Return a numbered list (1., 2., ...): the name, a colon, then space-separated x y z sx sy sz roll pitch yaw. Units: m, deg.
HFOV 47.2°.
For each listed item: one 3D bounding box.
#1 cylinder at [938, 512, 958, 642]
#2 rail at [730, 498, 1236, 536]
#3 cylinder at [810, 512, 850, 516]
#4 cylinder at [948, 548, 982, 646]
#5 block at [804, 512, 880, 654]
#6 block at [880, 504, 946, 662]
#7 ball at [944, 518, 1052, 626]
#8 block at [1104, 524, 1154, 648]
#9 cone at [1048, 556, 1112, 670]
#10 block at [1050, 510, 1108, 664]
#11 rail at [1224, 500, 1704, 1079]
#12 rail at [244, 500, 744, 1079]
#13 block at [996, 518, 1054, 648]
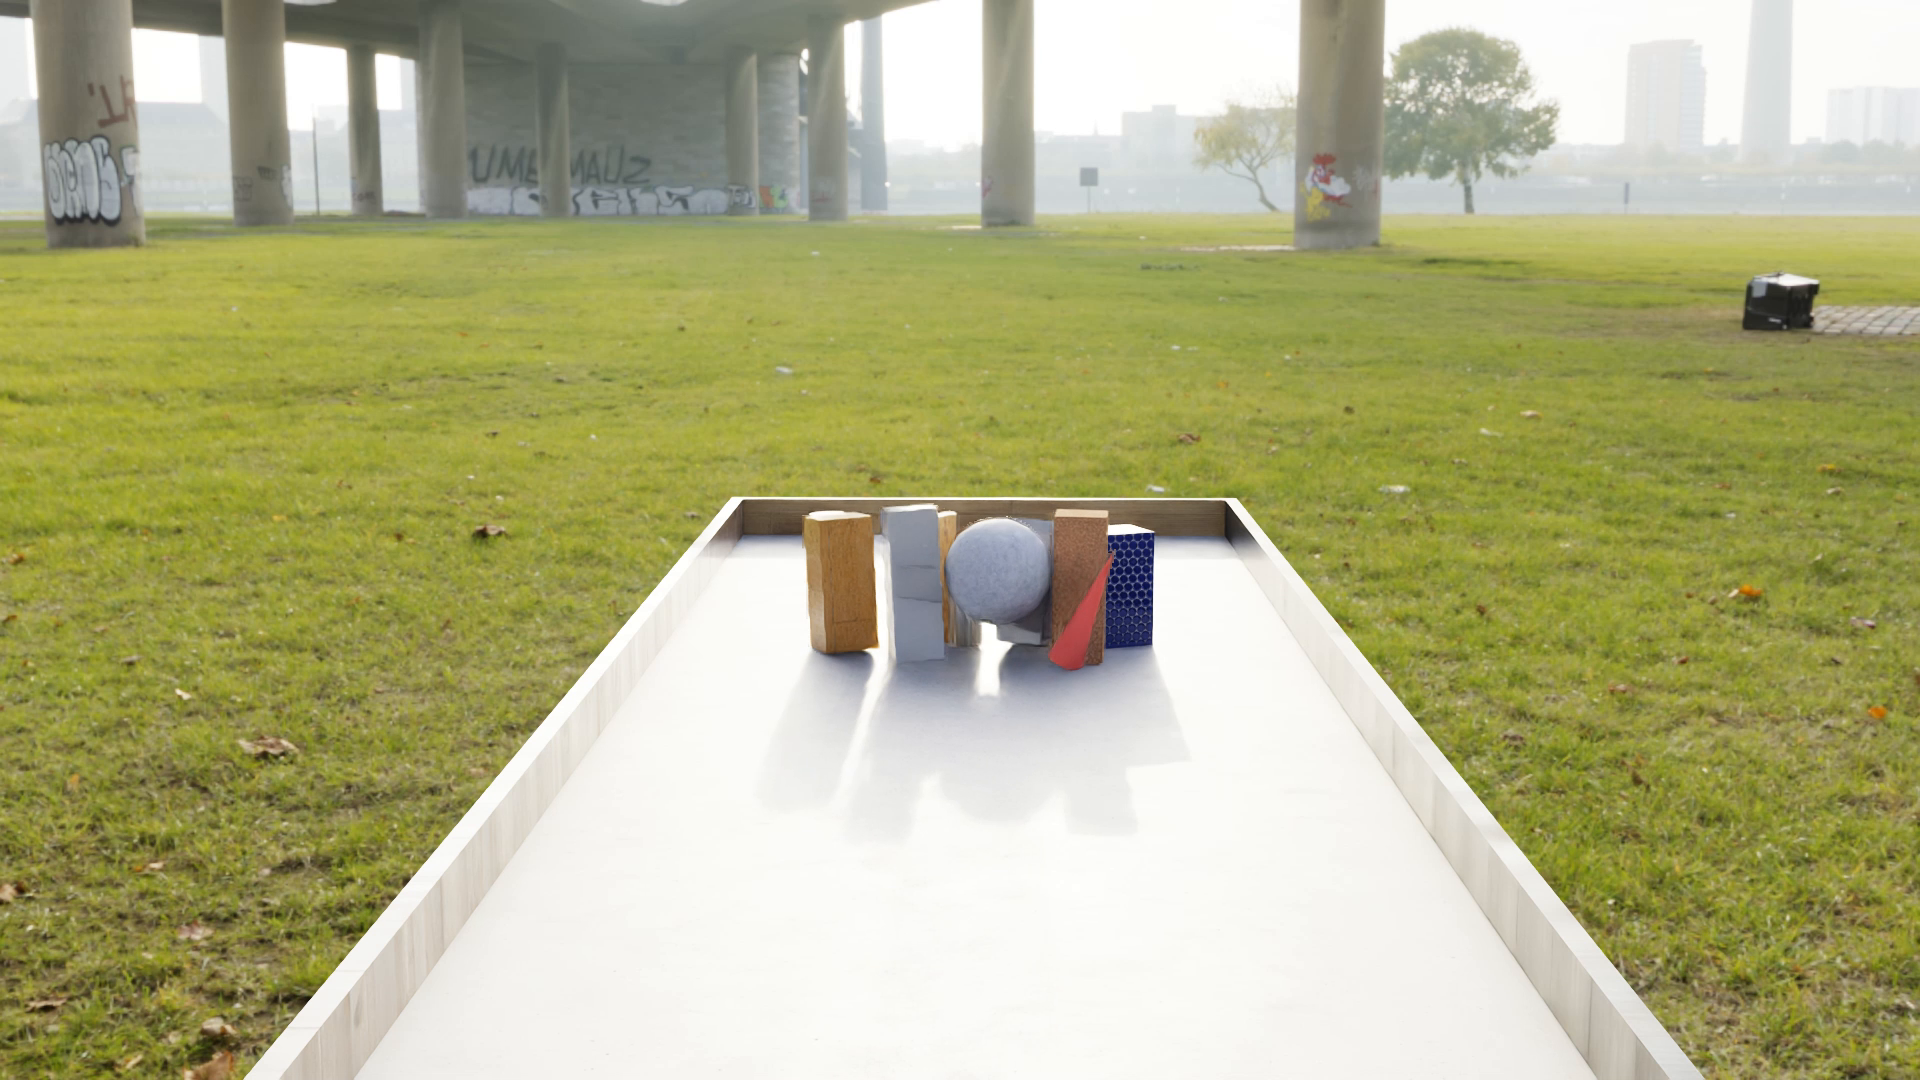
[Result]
1. cylinder: -0.090 0.117 6.964 0.168 0.399 0.168 -1 6 0
2. rail: 0.099 -0.098 9.147 2.100 0.150 0.050 0 9 1
3. cylinder: -0.406 0.118 6.963 0.130 0.404 0.130 -1 8 0
4. cylinder: 0.015 0.178 6.865 0.107 0.306 0.107 -1 -1 0
5. block: -0.368 0.131 6.806 0.170 0.410 0.170 -5 6 -20
6. block: -0.145 0.130 6.686 0.151 0.456 0.151 -4 6 -10
7. ball: 0.115 0.096 6.652 0.322 0.322 0.322 0 9 0
8. block: 0.496 0.145 6.945 0.172 0.360 0.172 -4 10 -22
9. cone: 0.382 0.197 6.513 0.106 0.385 0.106 19 23 -8
10. block: 0.363 0.140 6.683 0.156 0.447 0.156 2 9 5
11. rail: 1.046 0.843 3.208 0.050 0.150 12.000 0 9 1
12. rail: -1.004 0.839 3.234 0.050 0.150 12.000 0 9 1
13. block: 0.227 0.134 6.858 0.150 0.384 0.150 4 -4 24
